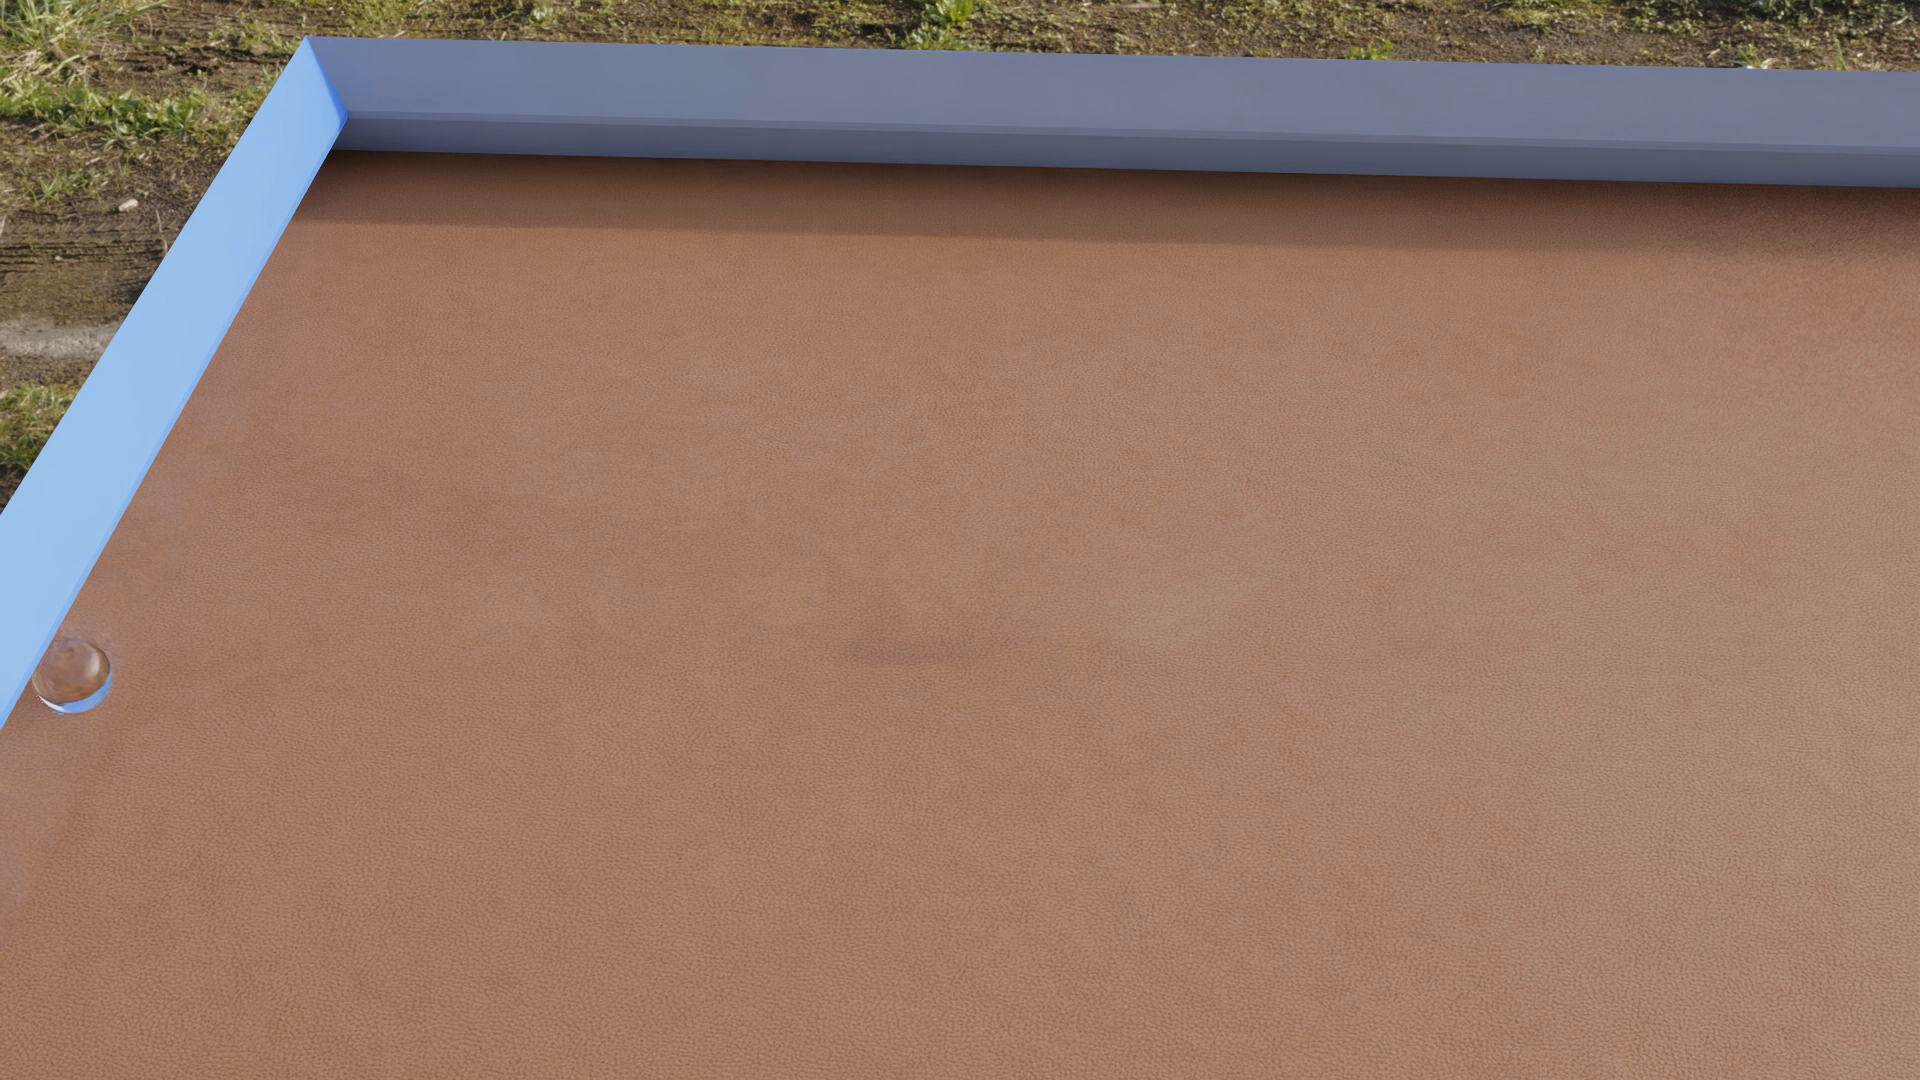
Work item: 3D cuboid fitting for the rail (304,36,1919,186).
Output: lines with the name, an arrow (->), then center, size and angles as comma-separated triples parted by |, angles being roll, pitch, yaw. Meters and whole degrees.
rail -> 0.698, -0.379, 2.405 | 2.655, 0.117, 0.045 | 2, 35, 3

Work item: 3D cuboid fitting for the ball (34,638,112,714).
ball -> -0.617, 0.095, 1.786 | 0.052, 0.052, 0.052 | 0, 35, 0

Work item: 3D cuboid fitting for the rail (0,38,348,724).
rail -> -0.639, -0.044, 1.926 | 0.045, 0.117, 1.356 | 2, 35, 3
